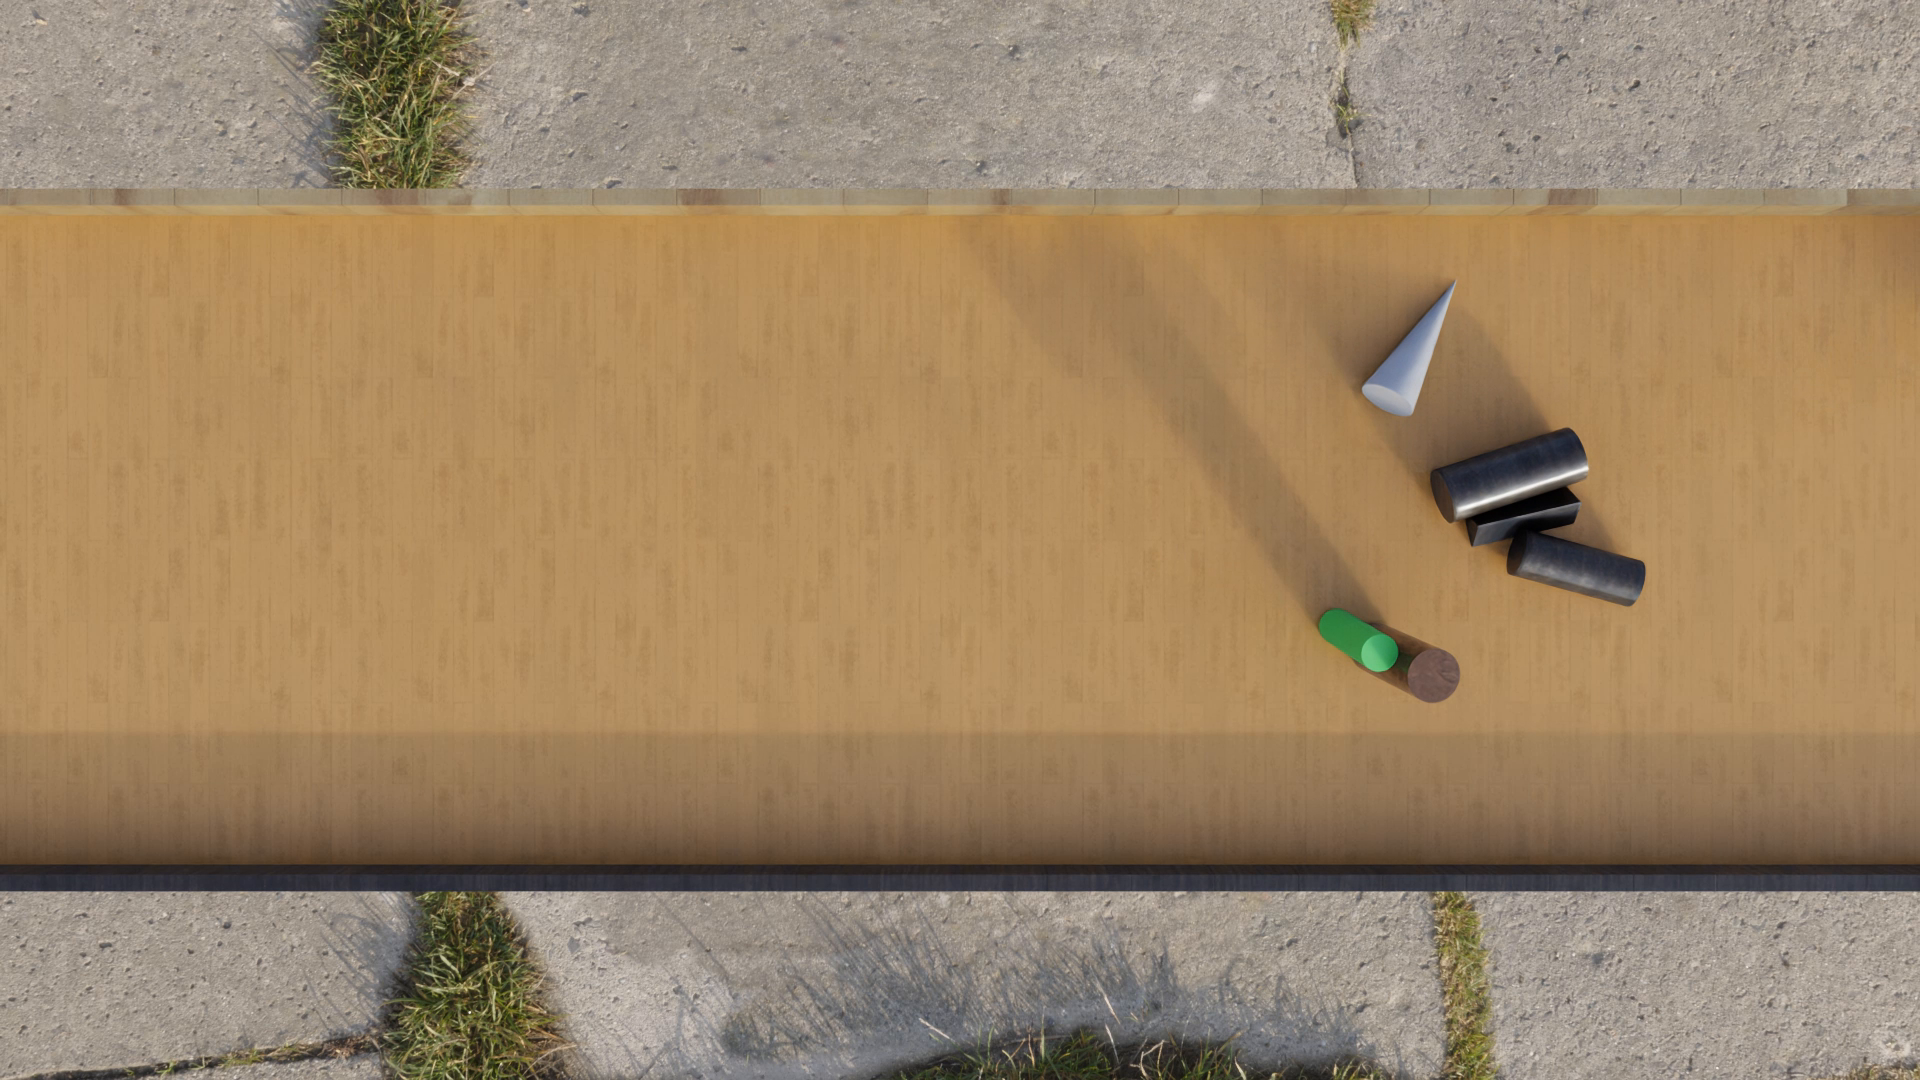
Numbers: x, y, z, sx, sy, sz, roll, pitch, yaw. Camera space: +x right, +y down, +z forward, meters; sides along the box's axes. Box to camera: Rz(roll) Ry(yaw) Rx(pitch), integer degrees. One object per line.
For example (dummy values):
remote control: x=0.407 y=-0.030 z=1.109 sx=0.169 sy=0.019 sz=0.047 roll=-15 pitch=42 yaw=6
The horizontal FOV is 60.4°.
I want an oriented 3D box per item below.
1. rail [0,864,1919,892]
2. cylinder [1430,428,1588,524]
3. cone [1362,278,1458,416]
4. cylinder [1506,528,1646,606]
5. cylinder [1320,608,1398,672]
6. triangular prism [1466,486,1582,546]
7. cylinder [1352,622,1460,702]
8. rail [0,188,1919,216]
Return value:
rail: x=-2.247 y=1.025 z=5.001 sx=12.000 sy=0.150 sz=0.050 roll=0 pitch=90 yaw=0
cylinder: x=1.660 y=-0.196 z=4.992 sx=0.421 sy=0.170 sz=0.170 roll=-18 pitch=90 yaw=0
cone: x=1.413 y=-0.614 z=5.035 sx=0.170 sy=0.170 sz=0.457 roll=32 pitch=79 yaw=0
cylinder: x=1.866 y=0.084 z=5.003 sx=0.368 sy=0.147 sz=0.147 roll=15 pitch=90 yaw=0
cylinder: x=1.176 y=0.293 z=4.882 sx=0.109 sy=0.376 sz=0.109 roll=-1 pitch=99 yaw=-6
triangular prism: x=1.716 y=-0.075 z=5.021 sx=0.320 sy=0.106 sz=0.122 roll=-13 pitch=90 yaw=0
cylinder: x=1.301 y=0.356 z=4.844 sx=0.155 sy=0.445 sz=0.155 roll=-1 pitch=97 yaw=-7
rail: x=-2.247 y=-1.025 z=5.002 sx=12.000 sy=0.150 sz=0.050 roll=0 pitch=90 yaw=0
